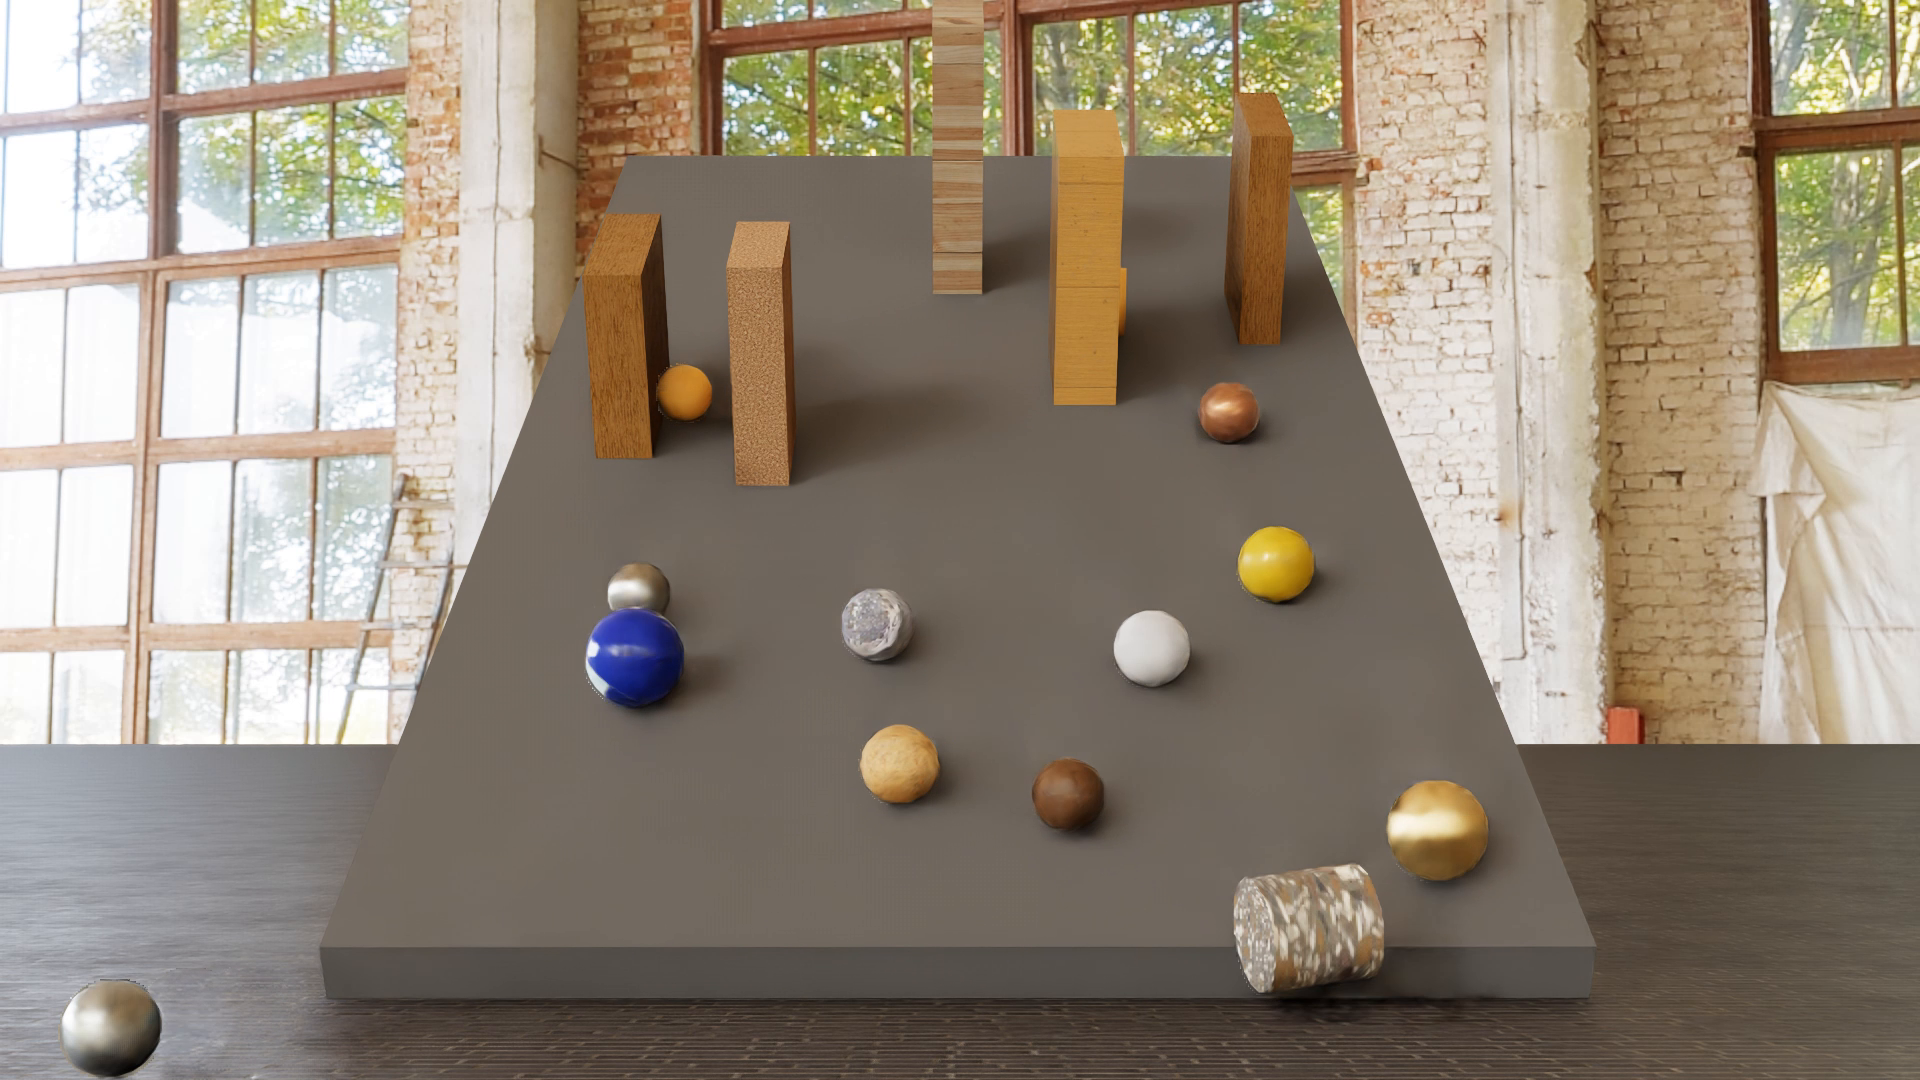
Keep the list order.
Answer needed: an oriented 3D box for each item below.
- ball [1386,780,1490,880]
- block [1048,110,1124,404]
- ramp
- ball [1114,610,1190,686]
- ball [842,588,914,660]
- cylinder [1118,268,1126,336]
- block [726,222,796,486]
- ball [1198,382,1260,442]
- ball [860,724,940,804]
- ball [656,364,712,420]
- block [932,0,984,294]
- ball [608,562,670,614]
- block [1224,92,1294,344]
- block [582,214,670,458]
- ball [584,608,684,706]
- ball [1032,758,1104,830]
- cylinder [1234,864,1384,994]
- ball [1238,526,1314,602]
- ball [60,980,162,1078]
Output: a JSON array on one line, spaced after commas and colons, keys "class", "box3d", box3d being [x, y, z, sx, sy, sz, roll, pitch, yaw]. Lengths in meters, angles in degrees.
[{"class": "ball", "box3d": [0.777, 0.472, 3.859, 0.164, 0.164, 0.164, 0, -5, 0]}, {"class": "block", "box3d": [0.294, -0.671, 5.612, 0.146, 0.606, 0.363, 0, 27, 0]}, {"class": "ramp", "box3d": [-0.011, -0.226, 5.516, 2.000, 0.100, 4.000, 0, 27, 0]}, {"class": "ball", "box3d": [0.357, 0.201, 4.411, 0.143, 0.143, 0.143, 0, -5, 0]}, {"class": "ball", "box3d": [-0.156, 0.159, 4.494, 0.139, 0.139, 0.139, 0, -5, 0]}, {"class": "cylinder", "box3d": [0.330, -0.598, 5.950, 0.171, 0.171, 0.171, 2, -5, 3]}, {"class": "block", "box3d": [-0.433, -0.410, 5.207, 0.116, 0.506, 0.288, 0, 27, 0]}, {"class": "ball", "box3d": [0.611, -0.290, 5.384, 0.138, 0.138, 0.138, 0, -5, 0]}, {"class": "ball", "box3d": [-0.103, 0.384, 4.059, 0.134, 0.134, 0.134, 0, -5, 0]}, {"class": "ball", "box3d": [-0.627, -0.335, 5.393, 0.127, 0.127, 0.127, 0, -5, 0]}, {"class": "block", "box3d": [-0.006, -1.026, 6.194, 0.129, 0.709, 0.279, 0, 27, 0]}, {"class": "ball", "box3d": [-0.626, 0.103, 4.620, 0.122, 0.122, 0.122, 0, -5, 0]}, {"class": "block", "box3d": [0.748, -0.811, 5.965, 0.101, 0.538, 0.367, 0, 27, 0]}, {"class": "block", "box3d": [-0.754, -0.469, 5.397, 0.127, 0.435, 0.403, 0, 27, 0]}, {"class": "ball", "box3d": [-0.595, 0.214, 4.339, 0.181, 0.181, 0.181, 0, -5, 0]}, {"class": "ball", "box3d": [0.182, 0.427, 3.988, 0.123, 0.123, 0.123, 0, -5, 0]}, {"class": "cylinder", "box3d": [0.529, 0.590, 3.610, 0.175, 0.175, 0.175, -5, -3, -13]}, {"class": "ball", "box3d": [0.627, 0.048, 4.705, 0.151, 0.151, 0.151, 0, -5, 0]}, {"class": "ball", "box3d": [-1.034, 0.595, 2.890, 0.117, 0.117, 0.117, 0, -5, 0]}]
